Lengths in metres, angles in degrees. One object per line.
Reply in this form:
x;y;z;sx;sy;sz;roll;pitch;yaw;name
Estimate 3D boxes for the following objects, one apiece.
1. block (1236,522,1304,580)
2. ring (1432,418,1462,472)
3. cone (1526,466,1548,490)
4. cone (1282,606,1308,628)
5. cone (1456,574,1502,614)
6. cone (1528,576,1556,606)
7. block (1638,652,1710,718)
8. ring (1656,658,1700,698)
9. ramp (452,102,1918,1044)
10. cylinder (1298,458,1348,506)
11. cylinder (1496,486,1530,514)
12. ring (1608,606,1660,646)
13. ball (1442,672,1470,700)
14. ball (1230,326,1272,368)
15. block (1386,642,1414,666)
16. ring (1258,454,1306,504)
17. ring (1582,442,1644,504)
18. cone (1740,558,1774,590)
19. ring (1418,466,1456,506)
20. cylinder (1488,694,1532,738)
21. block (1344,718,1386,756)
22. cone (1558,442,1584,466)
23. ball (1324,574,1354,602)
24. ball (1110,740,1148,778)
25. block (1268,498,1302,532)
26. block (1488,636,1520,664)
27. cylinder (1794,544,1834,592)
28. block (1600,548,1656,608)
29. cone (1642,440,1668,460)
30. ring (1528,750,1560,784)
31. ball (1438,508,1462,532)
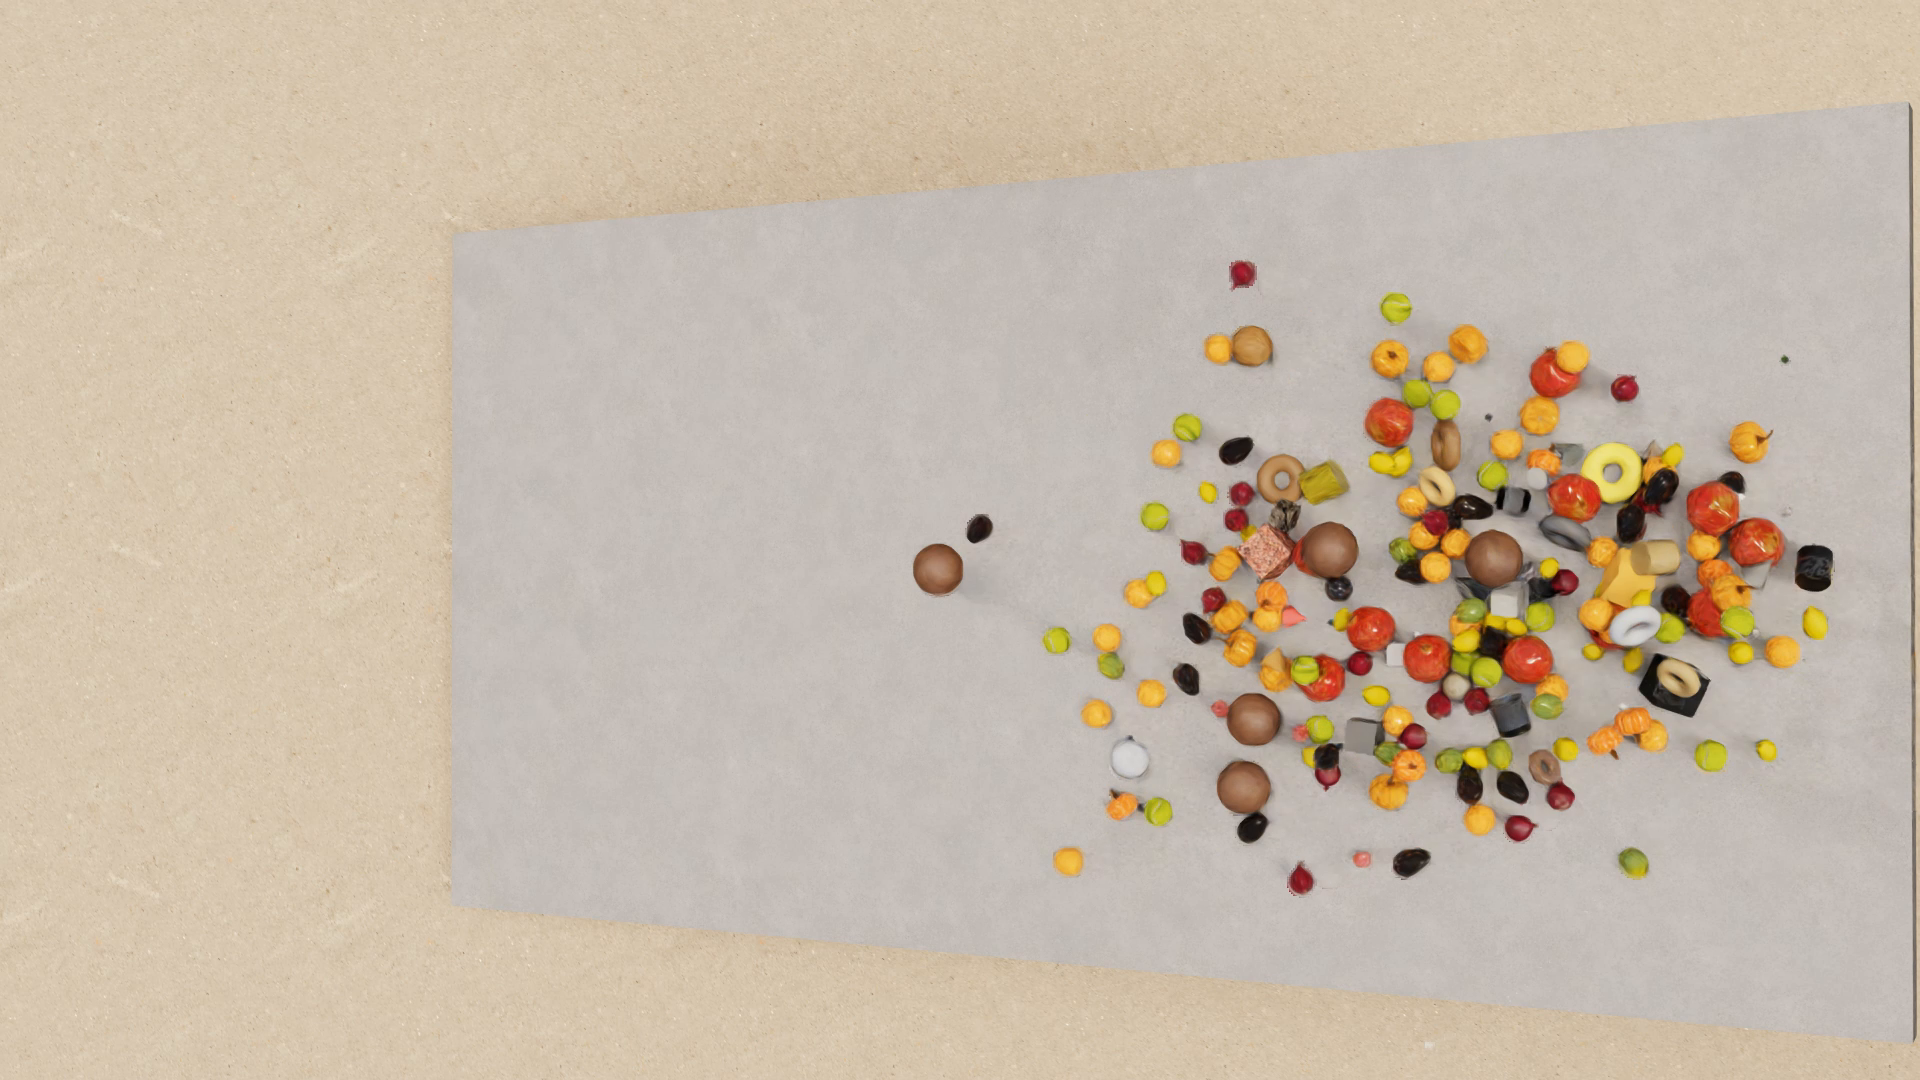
0.746;0.027;5.289;0.096;0.096;0.096;-44;70;20;block
1.124;-0.219;5.084;0.042;0.125;0.125;-3;89;-7;ring
1.310;-0.147;4.942;0.052;0.052;0.052;-25;89;-42;cone
0.810;0.187;5.270;0.052;0.052;0.052;7;89;43;cone
1.211;0.103;5.071;0.096;0.096;0.096;-31;89;-3;cone
1.315;0.131;5.022;0.066;0.066;0.066;24;132;0;cone
1.566;0.318;4.823;0.094;0.094;0.094;18;105;-10;block
1.541;0.296;4.717;0.033;0.099;0.099;-42;90;-24;ring
0.276;0.077;5.650;4.000;0.100;2.000;0;89;28;ramp
0.865;-0.137;5.232;0.085;0.085;0.085;-28;89;27;cylinder
1.256;-0.092;4.995;0.057;0.057;0.057;9;89;-10;cylinder
1.456;0.186;4.744;0.116;0.116;0.039;-16;49;0;ring
1.148;0.337;5.089;0.065;0.065;0.065;0;89;0;ball
0.705;-0.467;5.314;0.100;0.100;0.100;0;89;0;ball
1.033;0.268;5.159;0.051;0.051;0.051;3;91;28;block
0.777;-0.144;5.305;0.127;0.042;0.127;-1;89;28;ring
1.464;-0.151;4.937;0.137;0.046;0.137;-3;84;28;ring
1.719;0.061;4.708;0.064;0.064;0.064;38;122;0;cone
1.100;-0.123;5.074;0.034;0.101;0.101;-32;89;-25;ring
1.254;0.400;5.014;0.076;0.076;0.076;-23;100;0;cylinder
0.955;0.463;5.186;0.073;0.073;0.073;8;93;28;block
1.375;-0.207;4.996;0.059;0.059;0.059;-15;128;-20;cone
0.898;0.115;5.208;0.066;0.066;0.066;0;89;0;ball
0.420;0.544;5.457;0.096;0.096;0.096;0;89;0;ball
0.771;-0.059;5.224;0.053;0.053;0.053;29;126;22;block
1.241;0.249;5.010;0.059;0.059;0.059;-1;91;2;block
1.826;0.060;4.703;0.072;0.072;0.072;20;57;0;cylinder
1.480;0.087;4.865;0.085;0.085;0.085;22;49;0;block
1.556;-0.189;4.896;0.051;0.051;0.051;26;89;3;cone
1.325;0.515;4.987;0.084;0.028;0.084;12;62;-24;ring
1.136;-0.045;5.105;0.056;0.056;0.056;0;89;0;ball
